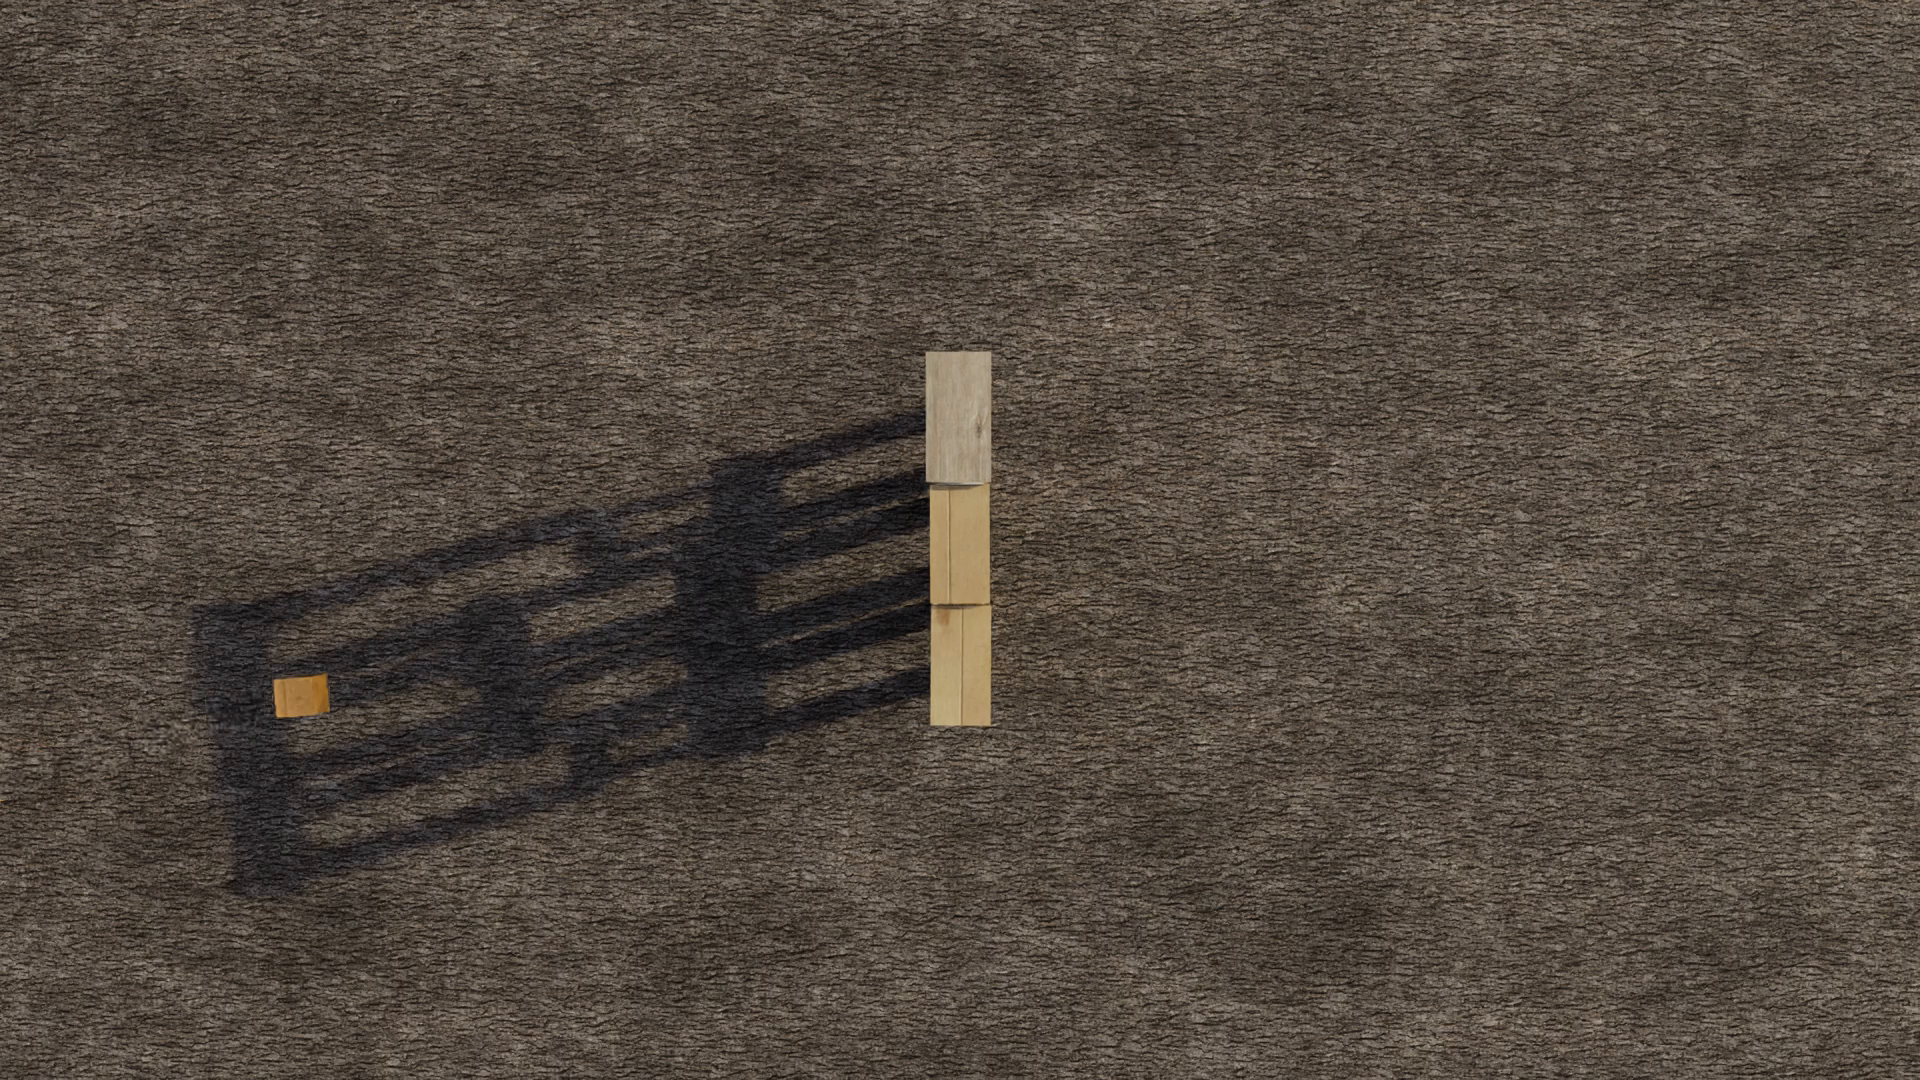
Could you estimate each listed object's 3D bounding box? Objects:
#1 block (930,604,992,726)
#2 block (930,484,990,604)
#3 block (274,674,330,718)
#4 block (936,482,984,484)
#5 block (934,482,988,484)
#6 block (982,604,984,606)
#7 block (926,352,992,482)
[{"bbox_3d":[0.003,0.338,4.468,0.162,0.046,0.324,0,90,0],"label":"block"},{"bbox_3d":[0.000,0.010,4.444,0.159,0.045,0.319,0,90,0],"label":"block"},{"bbox_3d":[-2.171,0.513,5.437,0.125,0.125,0.125,-5,90,0],"label":"block"},{"bbox_3d":[0.001,-0.124,4.806,0.142,0.040,0.283,0,90,0],"label":"block"},{"bbox_3d":[0.002,-0.013,5.134,0.171,0.048,0.342,0,90,0],"label":"block"},{"bbox_3d":[-0.003,0.325,5.153,0.162,0.046,0.324,0,90,0],"label":"block"},{"bbox_3d":[-0.004,-0.328,4.414,0.173,0.049,0.346,0,90,0],"label":"block"}]
